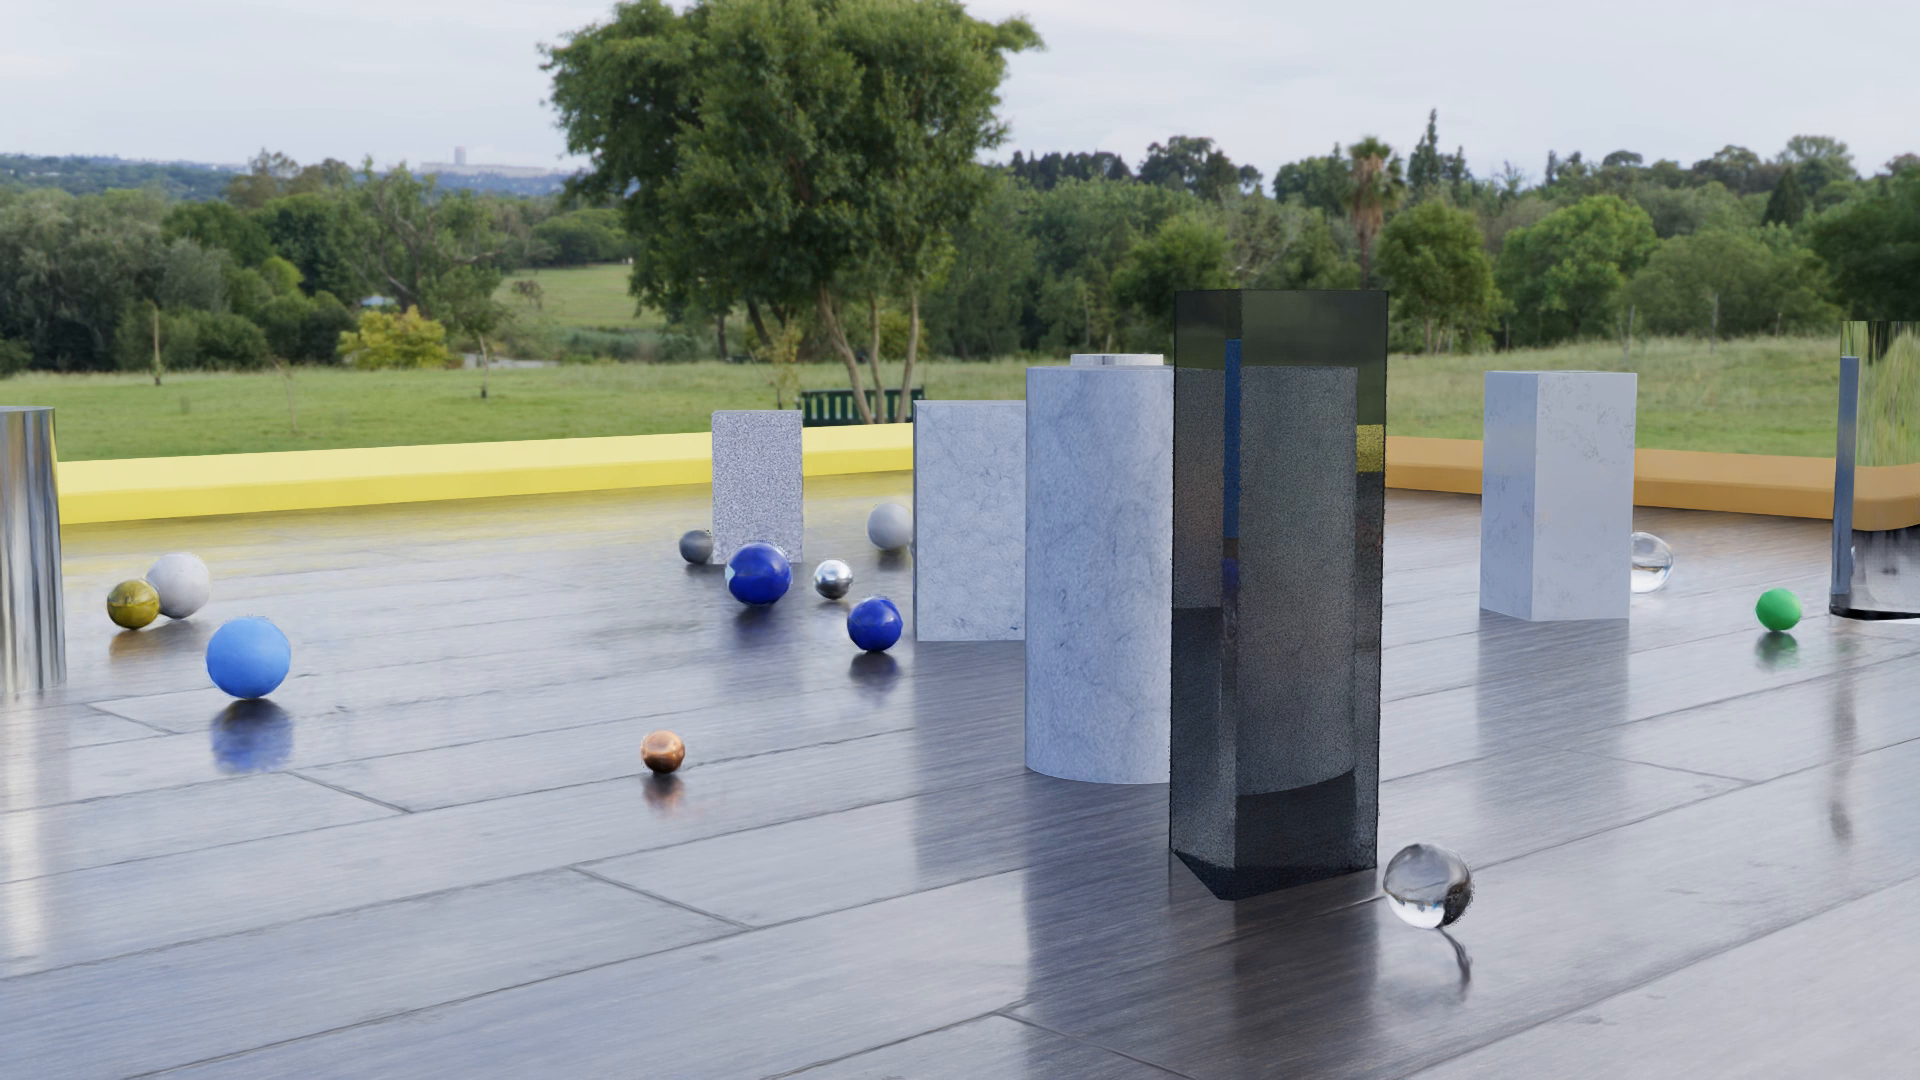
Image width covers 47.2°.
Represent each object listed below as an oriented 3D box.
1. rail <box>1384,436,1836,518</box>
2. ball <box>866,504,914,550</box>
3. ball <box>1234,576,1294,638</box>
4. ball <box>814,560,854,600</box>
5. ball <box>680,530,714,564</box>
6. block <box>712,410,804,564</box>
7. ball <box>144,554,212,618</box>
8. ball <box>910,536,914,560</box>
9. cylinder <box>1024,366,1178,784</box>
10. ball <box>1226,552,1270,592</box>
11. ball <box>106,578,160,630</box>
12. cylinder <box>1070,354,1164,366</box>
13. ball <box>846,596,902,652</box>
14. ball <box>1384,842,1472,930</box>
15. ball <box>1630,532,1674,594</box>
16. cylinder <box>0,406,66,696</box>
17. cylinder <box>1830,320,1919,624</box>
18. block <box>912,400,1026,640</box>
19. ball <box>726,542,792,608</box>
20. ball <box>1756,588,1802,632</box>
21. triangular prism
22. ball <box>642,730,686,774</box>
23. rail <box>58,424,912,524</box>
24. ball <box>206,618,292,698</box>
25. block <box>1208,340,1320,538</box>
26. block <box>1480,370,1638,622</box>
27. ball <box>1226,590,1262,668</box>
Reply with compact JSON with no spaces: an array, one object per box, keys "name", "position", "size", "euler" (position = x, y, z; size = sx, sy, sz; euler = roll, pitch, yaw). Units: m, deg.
[{"name":"rail","position":[1.677,-0.128,4.870],"size":[0.045,0.128,4.393],"euler":[-5,8,-42]},{"name":"ball","position":[-0.129,-0.024,4.079],"size":[0.088,0.088,0.088],"euler":[0,6,0]},{"name":"ball","position":[0.412,0.091,2.996],"size":[0.086,0.086,0.086],"euler":[0,6,0]},{"name":"ball","position":[-0.196,0.061,3.394],"size":[0.061,0.061,0.061],"euler":[0,6,0]},{"name":"ball","position":[-0.466,0.011,3.880],"size":[0.060,0.060,0.060],"euler":[0,6,0]},{"name":"block","position":[-0.361,-0.098,3.947],"size":[0.157,0.263,0.157],"euler":[0,6,-3]},{"name":"ball","position":[-1.133,0.066,3.185],"size":[0.094,0.094,0.094],"euler":[0,6,0]},{"name":"ball","position":[-0.047,0.014,3.760],"size":[0.079,0.079,0.079],"euler":[0,6,0]},{"name":"cylinder","position":[0.162,0.026,2.152],"size":[0.197,0.389,0.197],"euler":[0,6,0]},{"name":"ball","position":[0.407,0.064,3.210],"size":[0.094,0.094,0.094],"euler":[0,6,0]},{"name":"ball","position":[-1.156,0.089,3.075],"size":[0.072,0.072,0.072],"euler":[0,6,0]},{"name":"cylinder","position":[0.333,-0.219,4.689],"size":[0.197,0.350,0.197],"euler":[0,6,0]},{"name":"ball","position":[-0.111,0.110,2.870],"size":[0.073,0.073,0.073],"euler":[0,6,0]},{"name":"ball","position":[0.337,0.249,1.587],"size":[0.063,0.063,0.063],"euler":[0,6,0]},{"name":"ball","position":[1.071,0.037,3.459],"size":[0.097,0.097,0.097],"euler":[0,6,0]},{"name":"cylinder","position":[-1.173,0.009,2.611],"size":[0.197,0.328,0.197],"euler":[0,6,0]},{"name":"cylinder","position":[1.381,-0.104,3.204],"size":[0.197,0.429,0.197],"euler":[0,6,0]},{"name":"block","position":[0.016,-0.030,3.036],"size":[0.157,0.318,0.157],"euler":[0,6,-3]},{"name":"ball","position":[-0.303,0.052,3.303],"size":[0.098,0.098,0.098],"euler":[0,6,0]},{"name":"ball","position":[1.139,0.097,3.058],"size":[0.060,0.060,0.060],"euler":[0,6,0]},{"name":"triangular prism","position":[0.222,0.033,1.750],"size":[0.170,0.460,0.148],"euler":[-5,8,-38]},{"name":"ball","position":[-0.286,0.204,2.120],"size":[0.042,0.042,0.042],"euler":[0,6,0]},{"name":"rail","position":[-1.474,-0.133,4.920],"size":[4.610,0.128,0.045],"euler":[-5,8,-42]},{"name":"ball","position":[-0.817,0.135,2.527],"size":[0.094,0.094,0.094],"euler":[0,6,0]},{"name":"block","position":[0.606,-0.208,4.407],"size":[0.157,0.385,0.157],"euler":[-4,7,-35]},{"name":"block","position":[0.876,-0.069,3.231],"size":[0.157,0.355,0.157],"euler":[-2,6,-14]},{"name":"ball","position":[0.326,0.111,2.743],"size":[0.098,0.098,0.098],"euler":[0,6,0]}]
